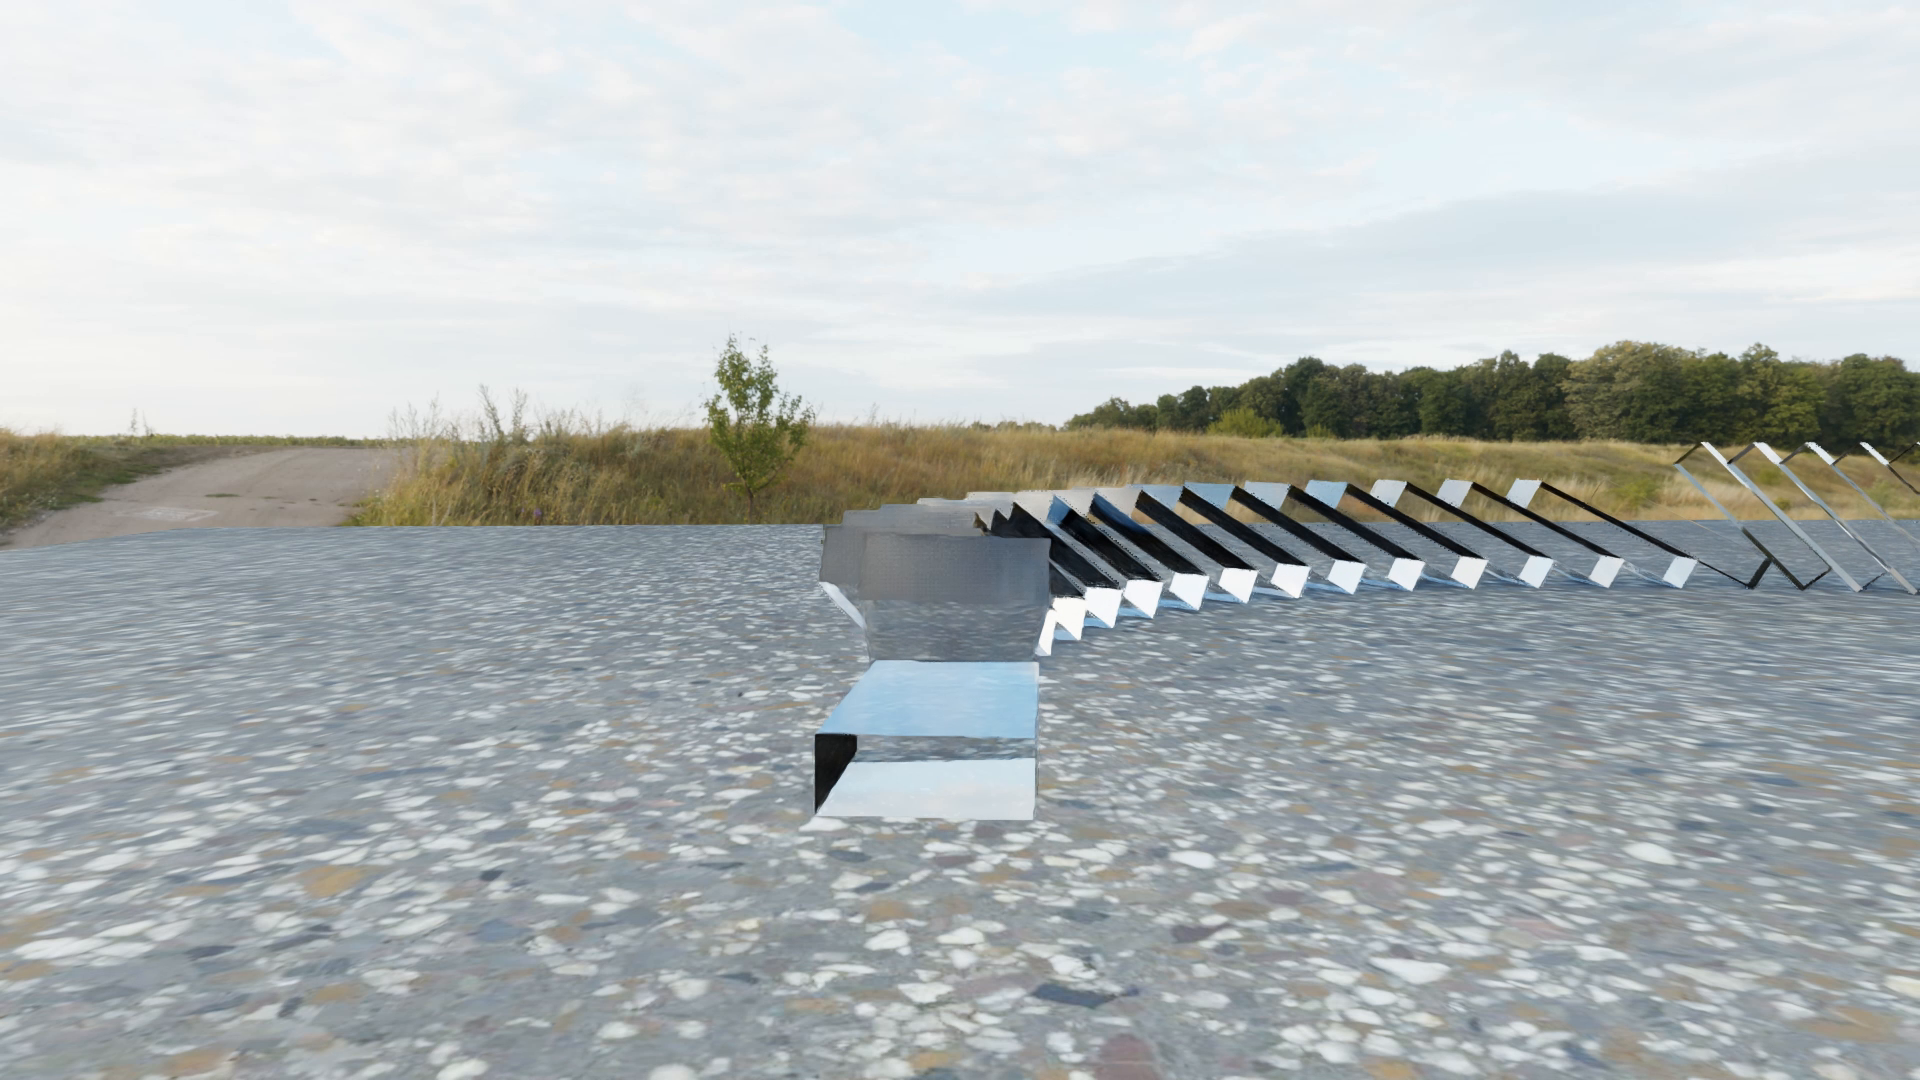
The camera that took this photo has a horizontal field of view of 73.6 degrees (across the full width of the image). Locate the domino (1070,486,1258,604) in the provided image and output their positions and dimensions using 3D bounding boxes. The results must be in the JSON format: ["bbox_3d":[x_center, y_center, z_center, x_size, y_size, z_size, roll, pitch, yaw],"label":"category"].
[{"bbox_3d":[0.053,0.001,0.339,0.050,0.009,0.025,31,-15,-35],"label":"domino"}]

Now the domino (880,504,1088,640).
[{"bbox_3d":[0.005,0.007,0.264,0.025,0.010,0.050,2,-22,28],"label":"domino"}]

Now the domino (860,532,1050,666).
[{"bbox_3d":[-0.001,0.013,0.193,0.025,0.010,0.050,2,-21,-1],"label":"domino"}]

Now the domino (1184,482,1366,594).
[{"bbox_3d":[0.088,-0.001,0.366,0.050,0.010,0.025,28,-7,-22],"label":"domino"}]

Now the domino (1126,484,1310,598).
[{"bbox_3d":[0.070,0.000,0.354,0.050,0.009,0.025,29,-10,-27],"label":"domino"}]

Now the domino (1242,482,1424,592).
[{"bbox_3d":[0.108,-0.001,0.376,0.050,0.009,0.025,27,-4,-17],"label":"domino"}]

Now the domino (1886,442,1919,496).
[{"bbox_3d":[0.285,-0.006,0.360,0.025,0.050,0.009,-5,-37,-51],"label":"domino"}]

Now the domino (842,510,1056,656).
[{"bbox_3d":[-0.001,0.009,0.242,0.025,0.009,0.050,2,-22,22],"label":"domino"}]

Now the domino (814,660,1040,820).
[{"bbox_3d":[-0.002,0.025,0.171,0.025,0.009,0.050,0,4,4],"label":"domino"}]

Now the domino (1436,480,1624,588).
[{"bbox_3d":[0.172,-0.002,0.391,0.050,0.010,0.025,27,5,0],"label":"domino"}]

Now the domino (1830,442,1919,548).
[{"bbox_3d":[0.275,-0.006,0.368,0.025,0.050,0.009,-5,-37,-51],"label":"domino"}]

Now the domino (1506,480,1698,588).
[{"bbox_3d":[0.194,-0.002,0.391,0.050,0.009,0.025,28,7,5],"label":"domino"}]

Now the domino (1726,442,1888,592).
[{"bbox_3d":[0.254,-0.008,0.384,0.025,0.050,0.009,-5,-37,-51],"label":"domino"}]

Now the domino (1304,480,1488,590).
[{"bbox_3d":[0.129,-0.002,0.384,0.050,0.010,0.025,27,-1,-11],"label":"domino"}]

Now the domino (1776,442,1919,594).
[{"bbox_3d":[0.266,-0.007,0.377,0.025,0.050,0.009,-5,-37,-51],"label":"domino"}]

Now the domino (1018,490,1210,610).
[{"bbox_3d":[0.038,0.003,0.323,0.025,0.009,0.050,5,-21,47],"label":"domino"}]

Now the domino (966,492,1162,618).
[{"bbox_3d":[0.024,0.004,0.305,0.025,0.009,0.050,4,-22,41],"label":"domino"}]

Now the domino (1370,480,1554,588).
[{"bbox_3d":[0.150,-0.002,0.389,0.050,0.009,0.025,27,3,-4],"label":"domino"}]

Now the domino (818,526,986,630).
[{"bbox_3d":[-0.004,0.011,0.219,0.025,0.010,0.050,1,-21,14],"label":"domino"}]

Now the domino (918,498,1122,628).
[{"bbox_3d":[0.013,0.006,0.286,0.025,0.009,0.050,3,-21,37],"label":"domino"}]

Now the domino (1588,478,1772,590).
[{"bbox_3d":[0.218,-0.003,0.392,0.050,0.009,0.025,32,16,21],"label":"domino"}]

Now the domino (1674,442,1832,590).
[{"bbox_3d":[0.240,-0.008,0.388,0.010,0.050,0.025,-48,-23,28],"label":"domino"}]
